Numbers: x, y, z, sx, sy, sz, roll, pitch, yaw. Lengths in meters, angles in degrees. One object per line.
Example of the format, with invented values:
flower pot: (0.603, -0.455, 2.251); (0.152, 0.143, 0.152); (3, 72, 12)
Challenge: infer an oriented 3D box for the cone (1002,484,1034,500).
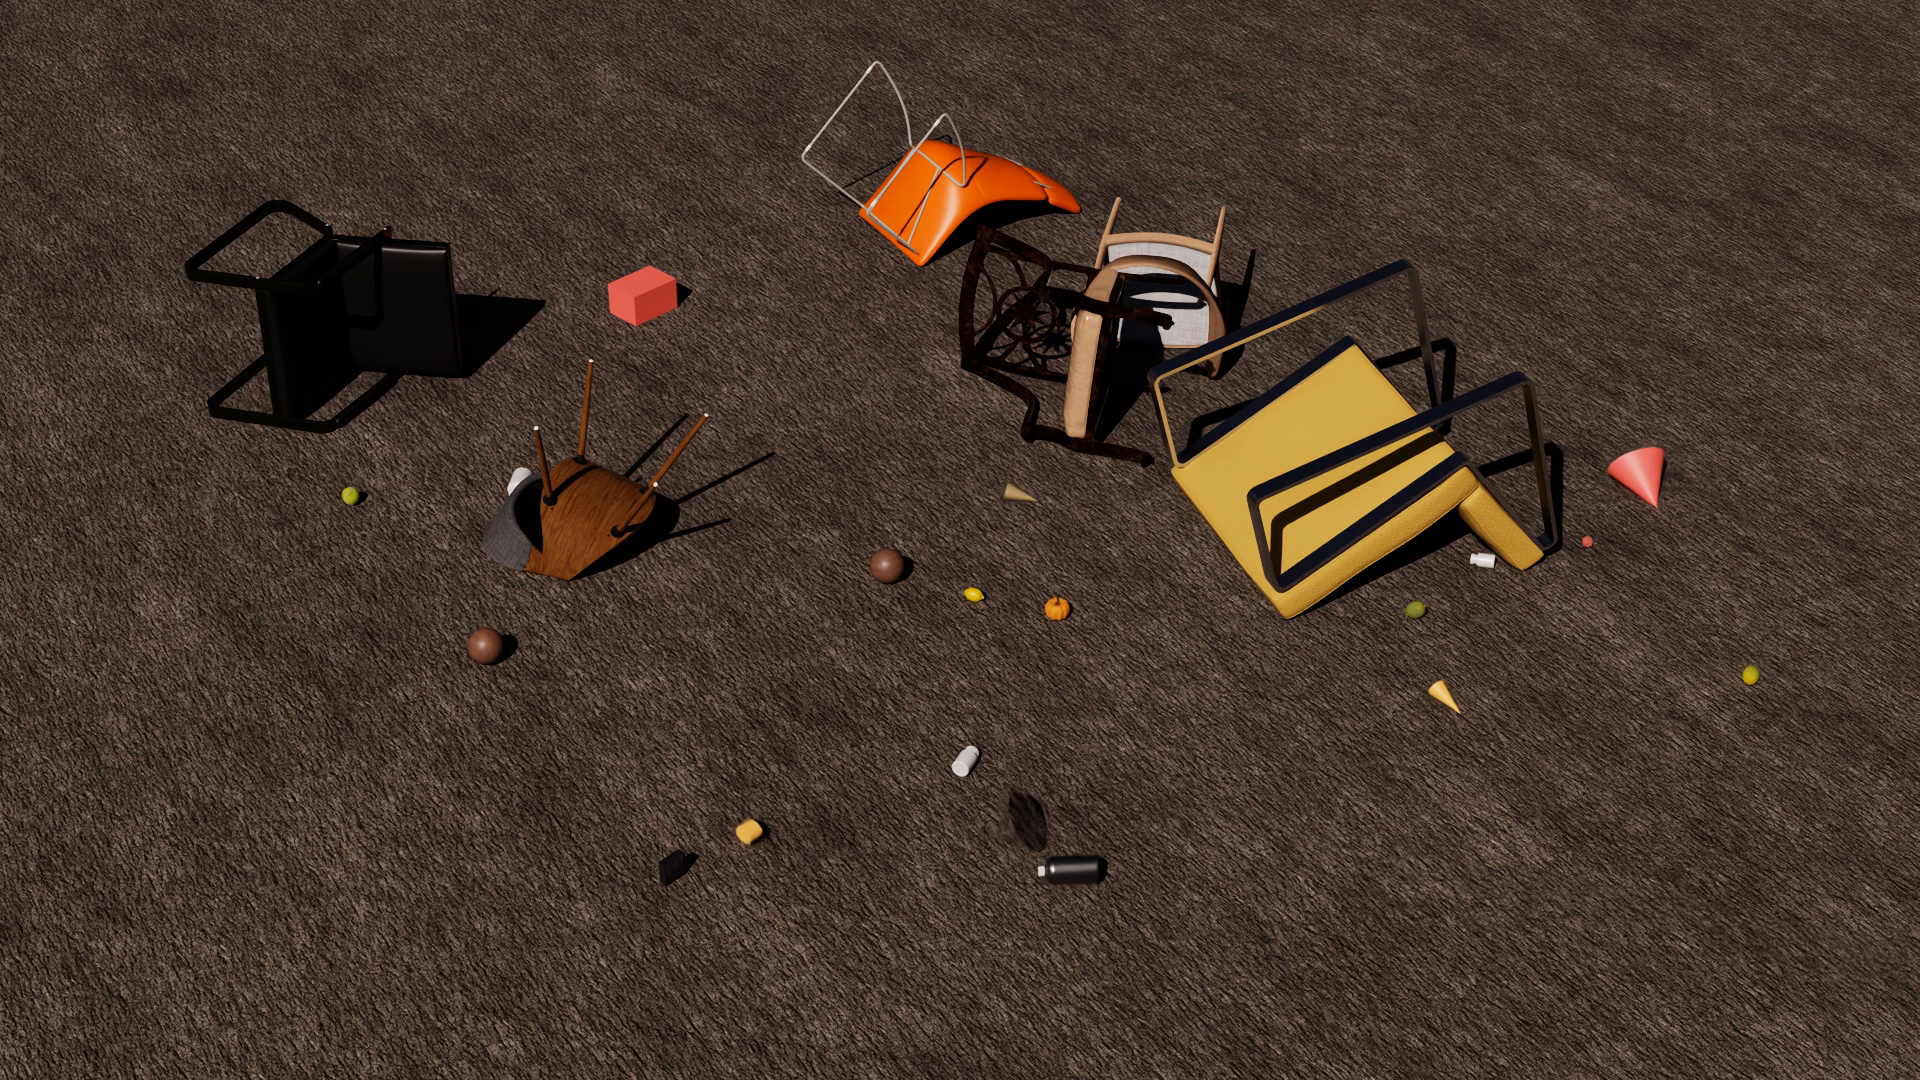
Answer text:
cone: (0.234, -0.167, 11.169); (0.129, 0.066, 0.074); (17, 36, -1)

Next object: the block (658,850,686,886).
block: (-0.911, 1.038, 9.294); (0.032, 0.082, 0.086); (26, 42, 34)

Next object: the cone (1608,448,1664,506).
cone: (2.618, -0.209, 11.184); (0.229, 0.184, 0.217); (-15, 59, -2)

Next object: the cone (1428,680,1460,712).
cone: (1.679, 0.553, 10.077); (0.067, 0.065, 0.134); (-9, 46, -39)

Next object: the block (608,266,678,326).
block: (-1.339, -1.032, 12.386); (0.169, 0.137, 0.230); (28, 43, 36)

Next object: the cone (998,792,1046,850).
cone: (0.171, 0.934, 9.458); (0.121, 0.194, 0.232); (-32, 17, 24)
